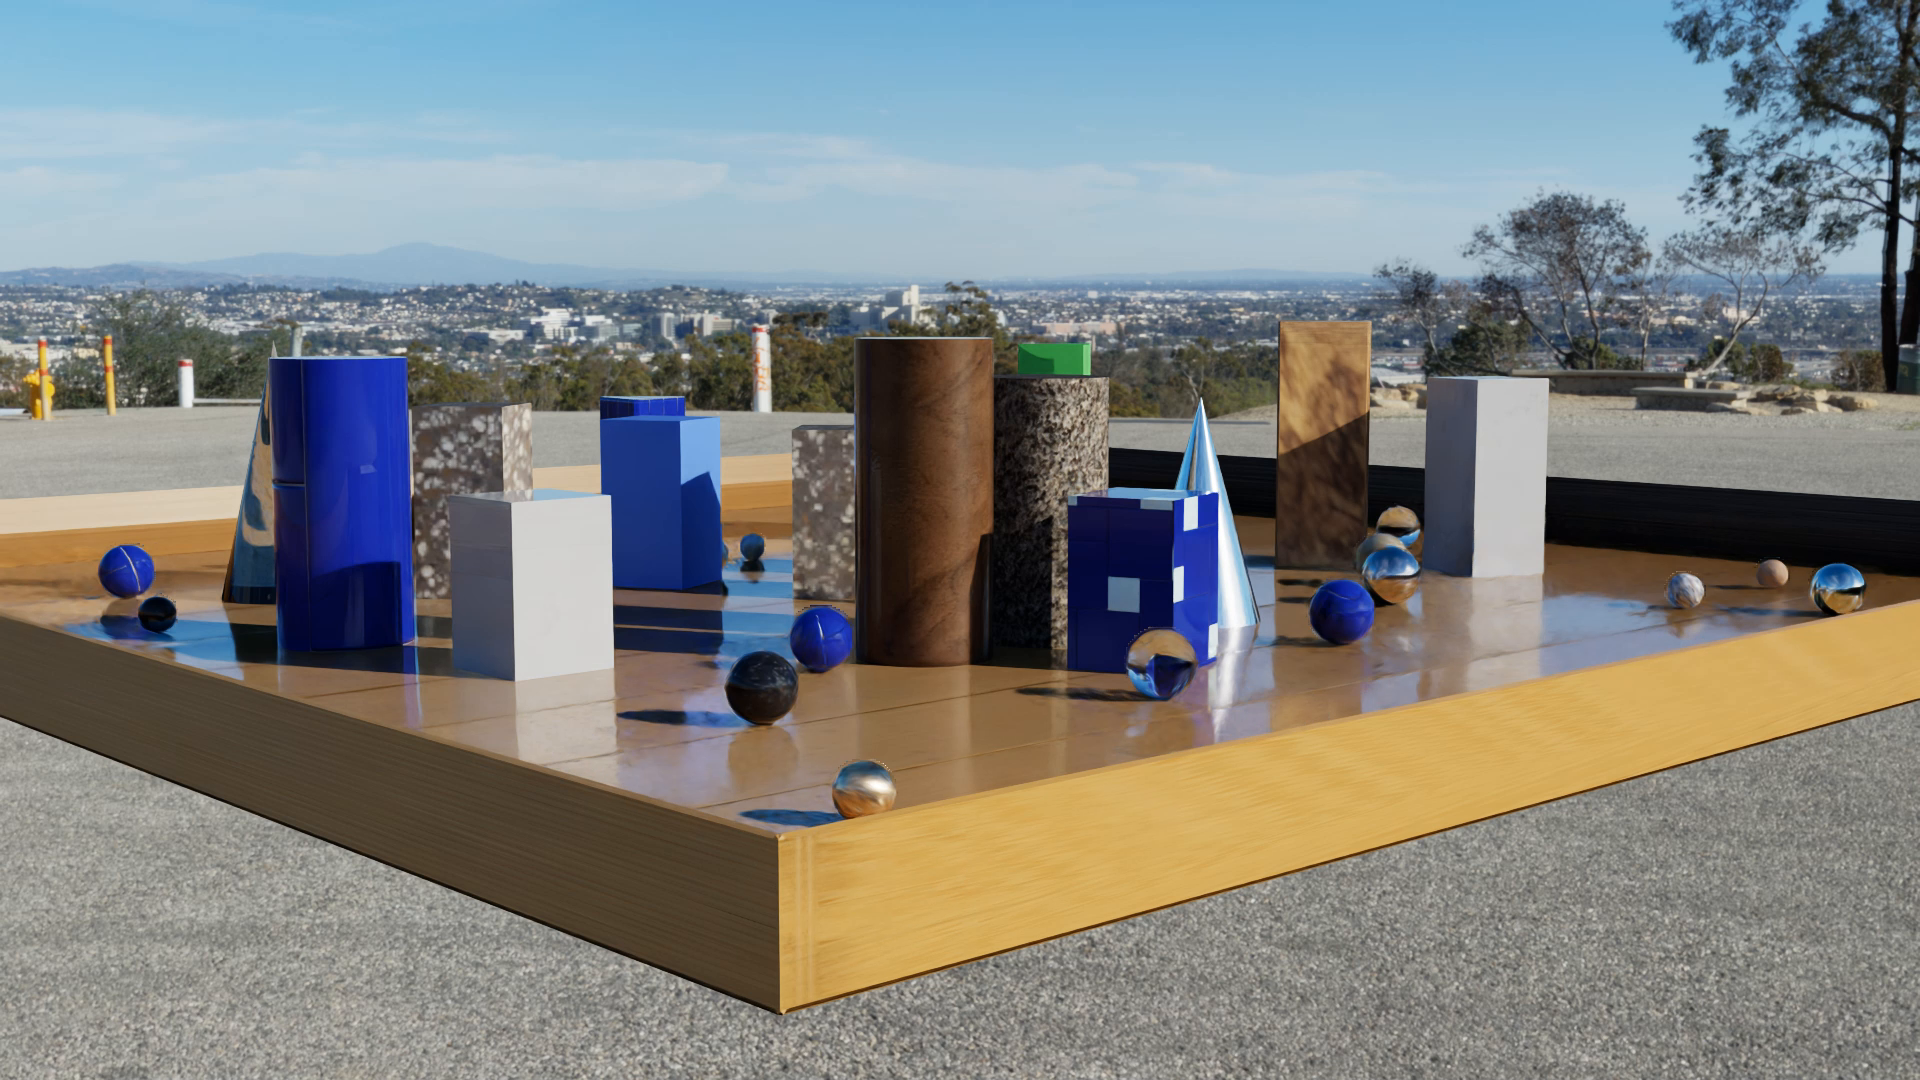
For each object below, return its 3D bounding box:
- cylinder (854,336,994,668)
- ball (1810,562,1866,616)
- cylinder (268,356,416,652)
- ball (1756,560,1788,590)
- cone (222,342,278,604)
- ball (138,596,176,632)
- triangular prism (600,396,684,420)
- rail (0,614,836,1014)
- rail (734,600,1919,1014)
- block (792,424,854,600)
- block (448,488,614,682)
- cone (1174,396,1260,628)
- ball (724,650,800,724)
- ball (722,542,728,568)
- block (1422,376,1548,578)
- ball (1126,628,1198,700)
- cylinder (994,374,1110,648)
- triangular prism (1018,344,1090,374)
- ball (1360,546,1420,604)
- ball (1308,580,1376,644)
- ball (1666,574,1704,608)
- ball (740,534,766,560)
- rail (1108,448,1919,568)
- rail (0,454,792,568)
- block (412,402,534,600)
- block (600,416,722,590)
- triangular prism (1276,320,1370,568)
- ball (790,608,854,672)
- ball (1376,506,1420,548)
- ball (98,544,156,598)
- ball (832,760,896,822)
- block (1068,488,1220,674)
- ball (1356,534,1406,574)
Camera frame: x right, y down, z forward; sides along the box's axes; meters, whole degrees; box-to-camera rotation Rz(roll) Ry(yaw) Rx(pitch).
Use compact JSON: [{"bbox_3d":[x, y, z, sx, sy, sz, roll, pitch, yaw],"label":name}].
[{"bbox_3d":[-0.045,-0.052,2.760,0.175,0.401,0.175,0,6,0],"label":"cylinder"},{"bbox_3d":[1.255,0.070,3.142,0.075,0.075,0.075,0,6,0],"label":"ball"},{"bbox_3d":[-0.809,-0.052,2.880,0.175,0.374,0.175,0,6,0],"label":"cylinder"},{"bbox_3d":[1.268,0.053,3.433,0.047,0.047,0.047,0,6,0],"label":"ball"},{"bbox_3d":[-1.031,-0.107,3.324,0.175,0.389,0.175,0,6,0],"label":"cone"},{"bbox_3d":[-1.088,0.101,2.980,0.050,0.050,0.050,0,6,0],"label":"ball"},{"bbox_3d":[-0.561,-0.124,4.015,0.131,0.274,0.151,-4,7,-33],"label":"triangular prism"},{"bbox_3d":[-1.026,0.131,2.391,0.045,0.114,2.745,-6,8,-42],"label":"rail"},{"bbox_3d":[0.915,0.136,2.347,2.840,0.114,0.045,-6,8,-42],"label":"rail"},{"bbox_3d":[-0.179,-0.045,3.374,0.140,0.255,0.140,0,6,2],"label":"block"},{"bbox_3d":[-0.523,0.051,2.683,0.140,0.212,0.140,-6,8,-43],"label":"block"},{"bbox_3d":[0.337,-0.044,3.089,0.175,0.314,0.175,0,6,0],"label":"cone"},{"bbox_3d":[-0.210,0.156,2.332,0.078,0.078,0.078,0,6,0],"label":"ball"},{"bbox_3d":[-0.411,0.025,3.597,0.064,0.064,0.064,0,6,0],"label":"ball"},{"bbox_3d":[0.870,-0.108,3.645,0.140,0.322,0.140,-3,7,-23],"label":"block"},{"bbox_3d":[0.228,0.140,2.478,0.080,0.080,0.080,0,6,0],"label":"ball"},{"bbox_3d":[0.109,-0.042,2.912,0.175,0.348,0.175,0,6,0],"label":"cylinder"},{"bbox_3d":[0.209,-0.188,4.170,0.151,0.368,0.131,4,8,35],"label":"triangular prism"},{"bbox_3d":[0.637,0.052,3.254,0.087,0.087,0.087,0,6,0],"label":"ball"},{"bbox_3d":[0.499,0.094,2.875,0.086,0.086,0.086,0,6,0],"label":"ball"},{"bbox_3d":[1.059,0.075,3.211,0.052,0.052,0.052,0,6,0],"label":"ball"},{"bbox_3d":[-0.361,0.012,3.826,0.045,0.045,0.045,0,6,0],"label":"ball"},{"bbox_3d":[1.026,-0.072,4.274,0.045,0.114,2.745,-6,8,-42],"label":"rail"},{"bbox_3d":[-0.915,-0.077,4.318,2.840,0.114,0.045,-6,8,-42],"label":"rail"},{"bbox_3d":[-0.743,-0.062,3.366,0.140,0.291,0.140,1,6,7],"label":"block"},{"bbox_3d":[-0.475,-0.063,3.502,0.140,0.263,0.140,2,7,20],"label":"block"},{"bbox_3d":[0.628,-0.167,3.762,0.151,0.414,0.131,2,6,16],"label":"triangular prism"},{"bbox_3d":[-0.168,0.120,2.668,0.078,0.078,0.078,0,6,0],"label":"ball"},{"bbox_3d":[0.795,-0.022,3.986,0.078,0.078,0.078,0,6,0],"label":"ball"},{"bbox_3d":[-1.262,0.047,3.331,0.081,0.081,0.081,0,6,0],"label":"ball"},{"bbox_3d":[-0.082,0.216,1.884,0.055,0.055,0.055,0,6,0],"label":"ball"},{"bbox_3d":[0.226,0.049,2.707,0.140,0.212,0.140,3,7,29],"label":"block"},{"bbox_3d":[0.665,0.031,3.463,0.084,0.084,0.084,0,6,0],"label":"ball"}]
